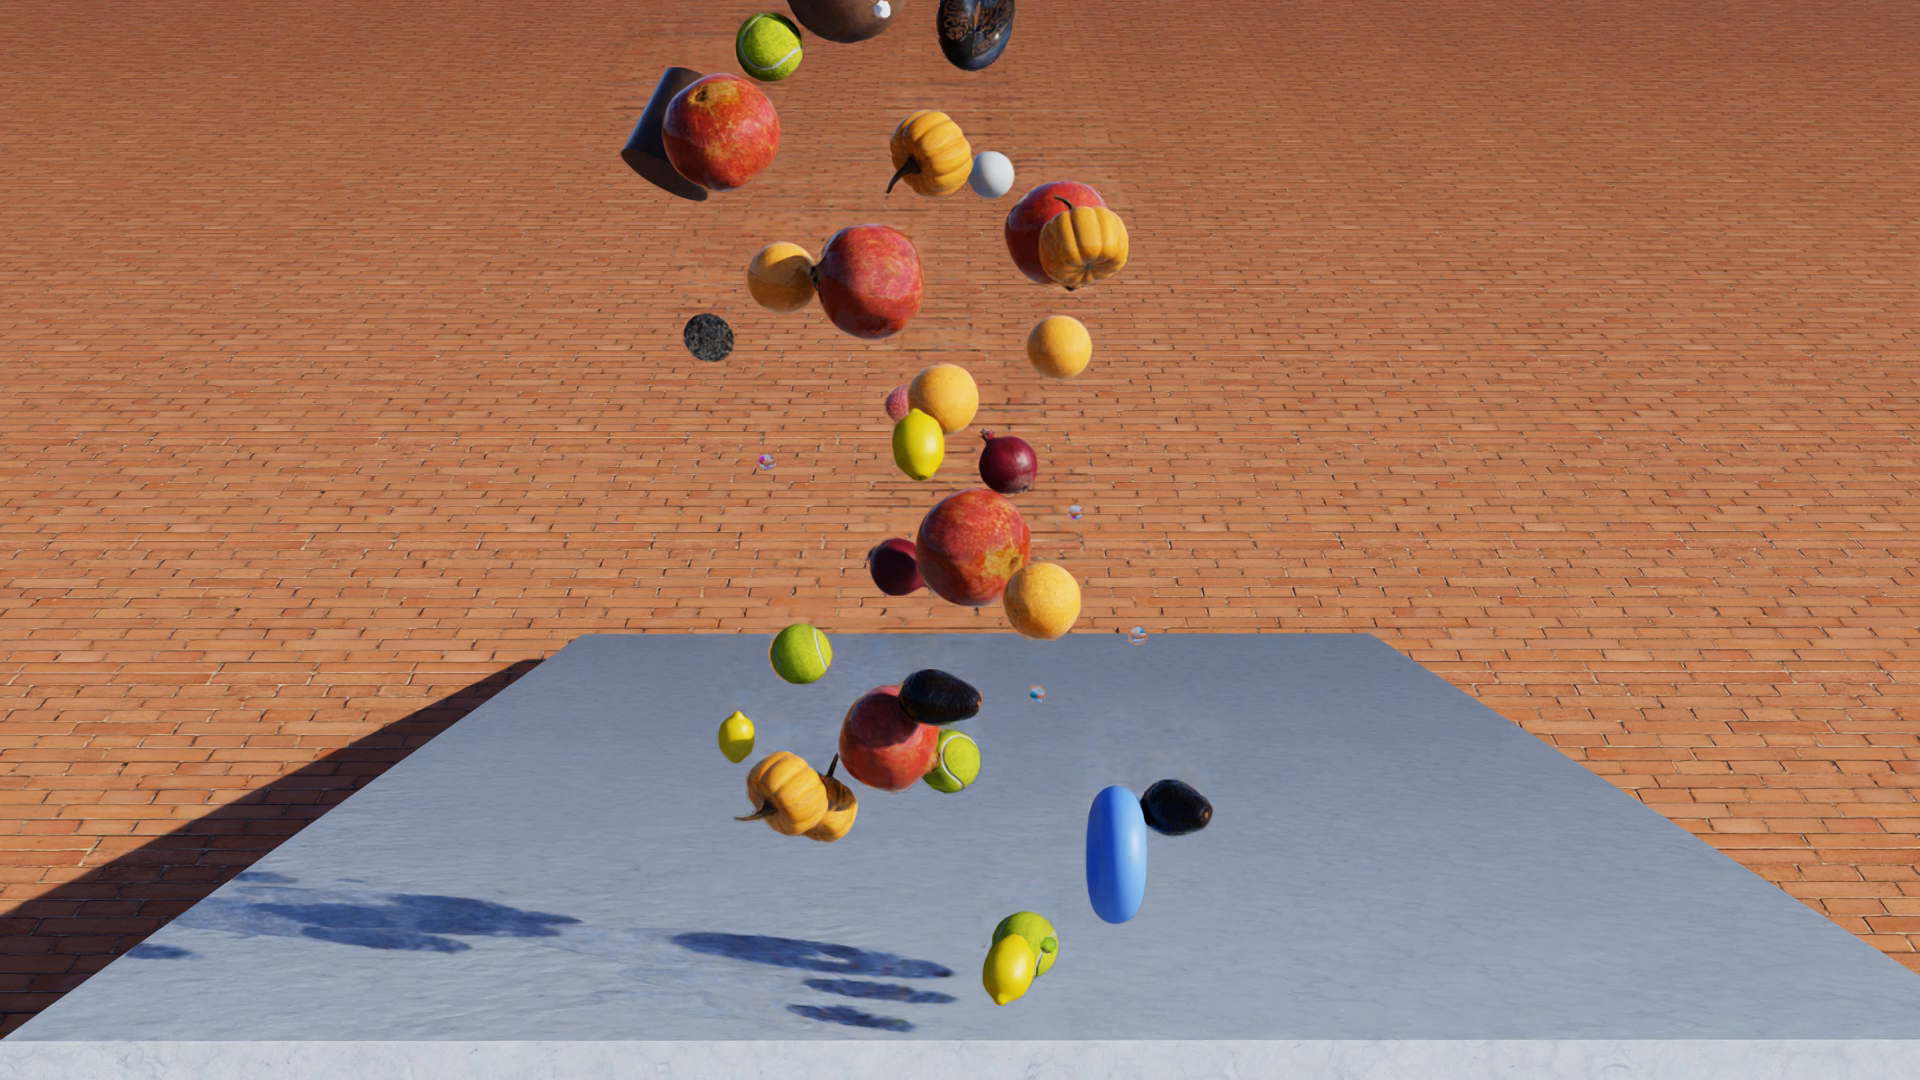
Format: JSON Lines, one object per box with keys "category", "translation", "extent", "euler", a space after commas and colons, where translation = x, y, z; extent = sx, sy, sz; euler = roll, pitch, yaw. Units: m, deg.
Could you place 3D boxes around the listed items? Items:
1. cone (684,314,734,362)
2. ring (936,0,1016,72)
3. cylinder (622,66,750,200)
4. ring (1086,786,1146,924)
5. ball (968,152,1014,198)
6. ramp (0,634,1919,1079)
{"category": "cone", "translation": [-0.257, -0.222, 2.704], "extent": [0.054, 0.054, 0.054], "euler": [4, 26, 10]}
{"category": "ring", "translation": [0.017, -0.554, 2.712], "extent": [0.039, 0.116, 0.116], "euler": [18, 26, 31]}
{"category": "cylinder", "translation": [-0.281, -0.417, 2.635], "extent": [0.099, 0.099, 0.099], "euler": [25, -11, 5]}
{"category": "ring", "translation": [0.165, 0.333, 2.718], "extent": [0.048, 0.145, 0.145], "euler": [1, 19, -6]}
{"category": "ball", "translation": [0.033, -0.392, 2.755], "extent": [0.051, 0.051, 0.051], "euler": [0, 20, 0]}
{"category": "ramp", "translation": [0.046, 0.416, 4.535], "extent": [2.000, 0.100, 4.000], "euler": [0, 4, 0]}
